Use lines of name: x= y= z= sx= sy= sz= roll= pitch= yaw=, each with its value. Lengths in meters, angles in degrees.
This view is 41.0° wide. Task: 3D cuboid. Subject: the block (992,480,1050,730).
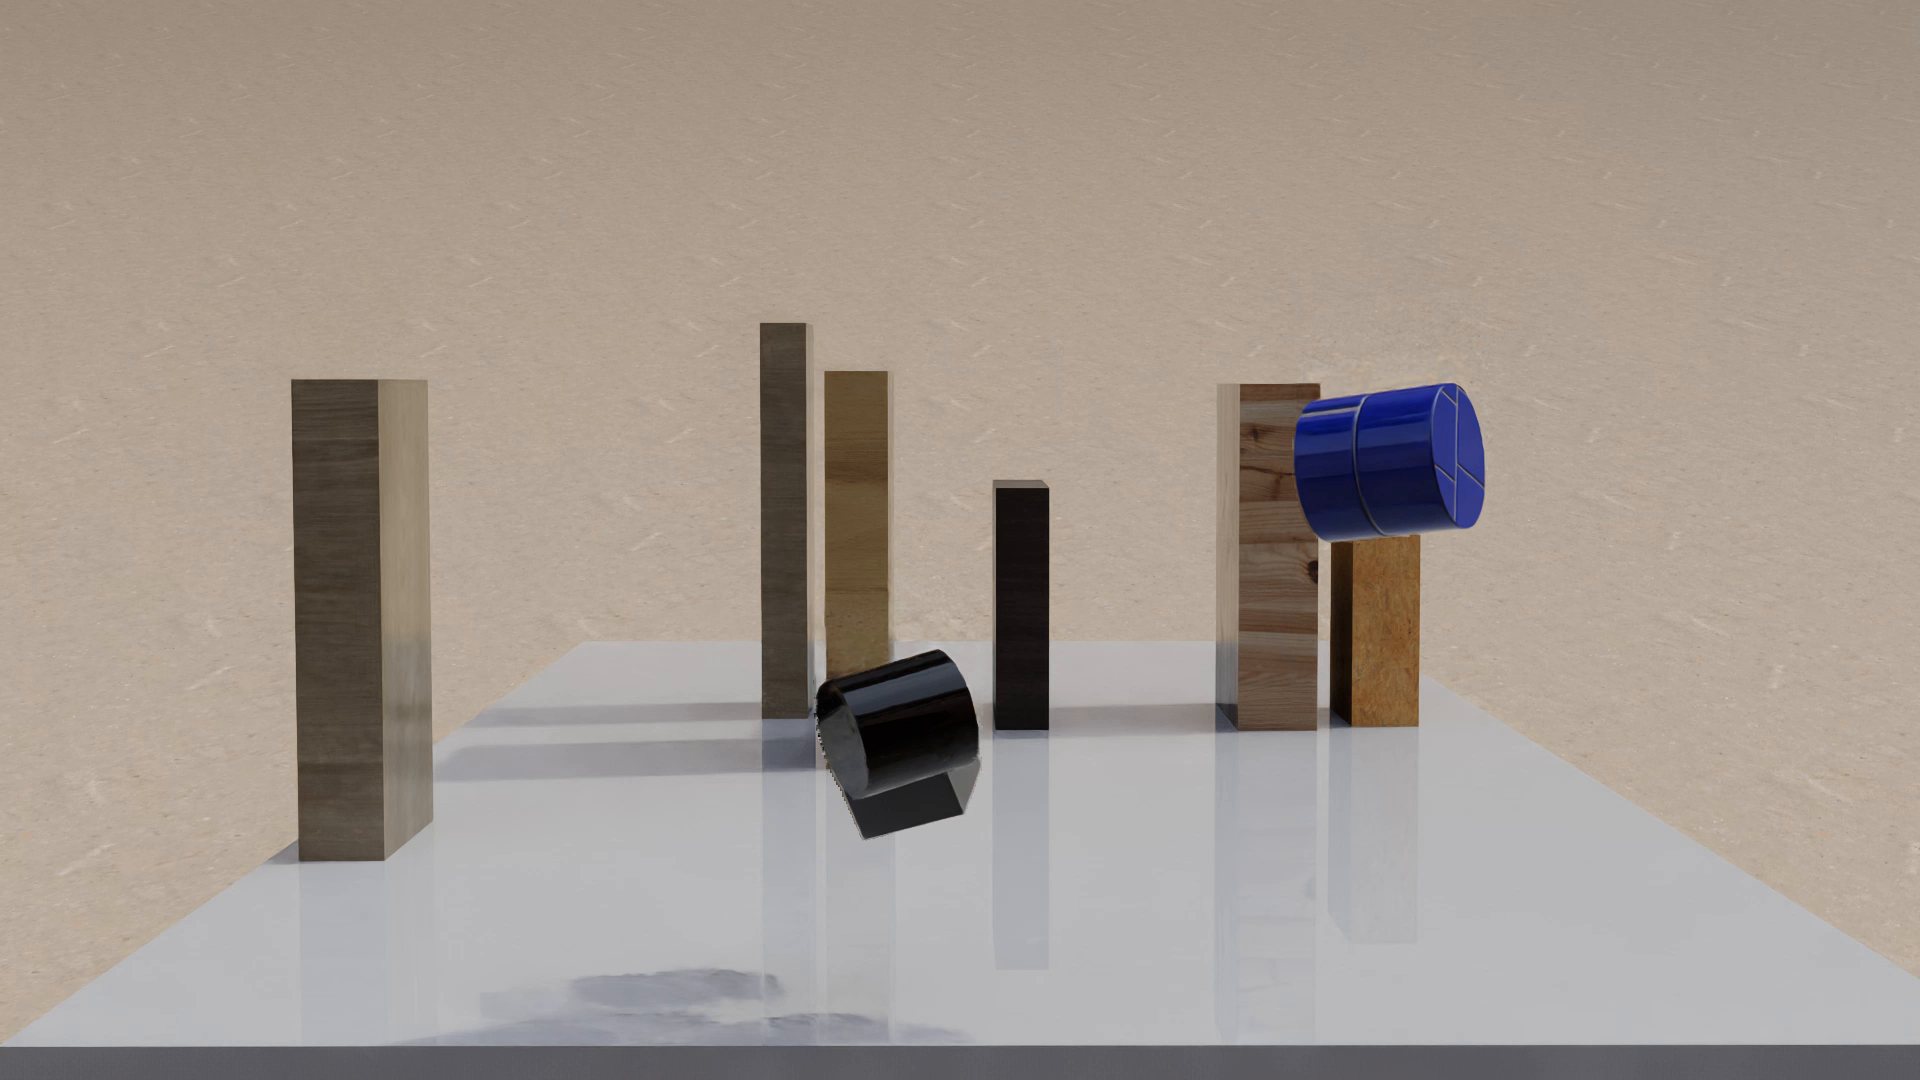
block: x=0.117 y=0.118 z=5.042 sx=0.101 sy=0.457 sz=0.421 roll=0 pitch=3 yaw=0

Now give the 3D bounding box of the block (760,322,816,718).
block: x=-0.343 y=-0.044 z=5.132 sx=0.090 sy=0.771 sz=0.277 roll=0 pitch=3 yaw=0

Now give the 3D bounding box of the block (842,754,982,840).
block: x=-0.061 y=0.236 z=2.813 sx=0.117 sy=0.117 sz=0.117 roll=-16 pitch=18 yaw=16

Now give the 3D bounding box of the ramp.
ramp: x=0.047 y=0.428 z=4.533 sx=2.000 sy=0.100 sz=4.000 roll=0 pitch=3 yaw=0

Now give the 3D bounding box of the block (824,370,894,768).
block: x=-0.175 y=0.040 z=4.544 sx=0.107 sy=0.674 sz=0.412 roll=0 pitch=3 yaw=0

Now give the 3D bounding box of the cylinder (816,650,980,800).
cylinder: x=-0.065 y=0.190 z=2.641 sx=0.125 sy=0.125 sz=0.125 roll=-16 pitch=25 yaw=-22

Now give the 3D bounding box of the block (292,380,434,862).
block: x=-0.847 y=0.101 z=3.662 sx=0.117 sy=0.659 sz=0.330 roll=0 pitch=3 yaw=0

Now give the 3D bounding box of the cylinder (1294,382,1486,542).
cylinder: x=0.443 y=-0.079 z=2.640 sx=0.149 sy=0.149 sz=0.149 roll=-6 pitch=15 yaw=31

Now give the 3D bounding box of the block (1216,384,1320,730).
block: x=0.598 y=0.021 z=5.027 sx=0.149 sy=0.652 sz=0.419 roll=0 pitch=3 yaw=0

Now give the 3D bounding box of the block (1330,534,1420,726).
block: x=0.810 y=0.138 z=5.028 sx=0.128 sy=0.418 sz=0.290 roll=0 pitch=3 yaw=0
